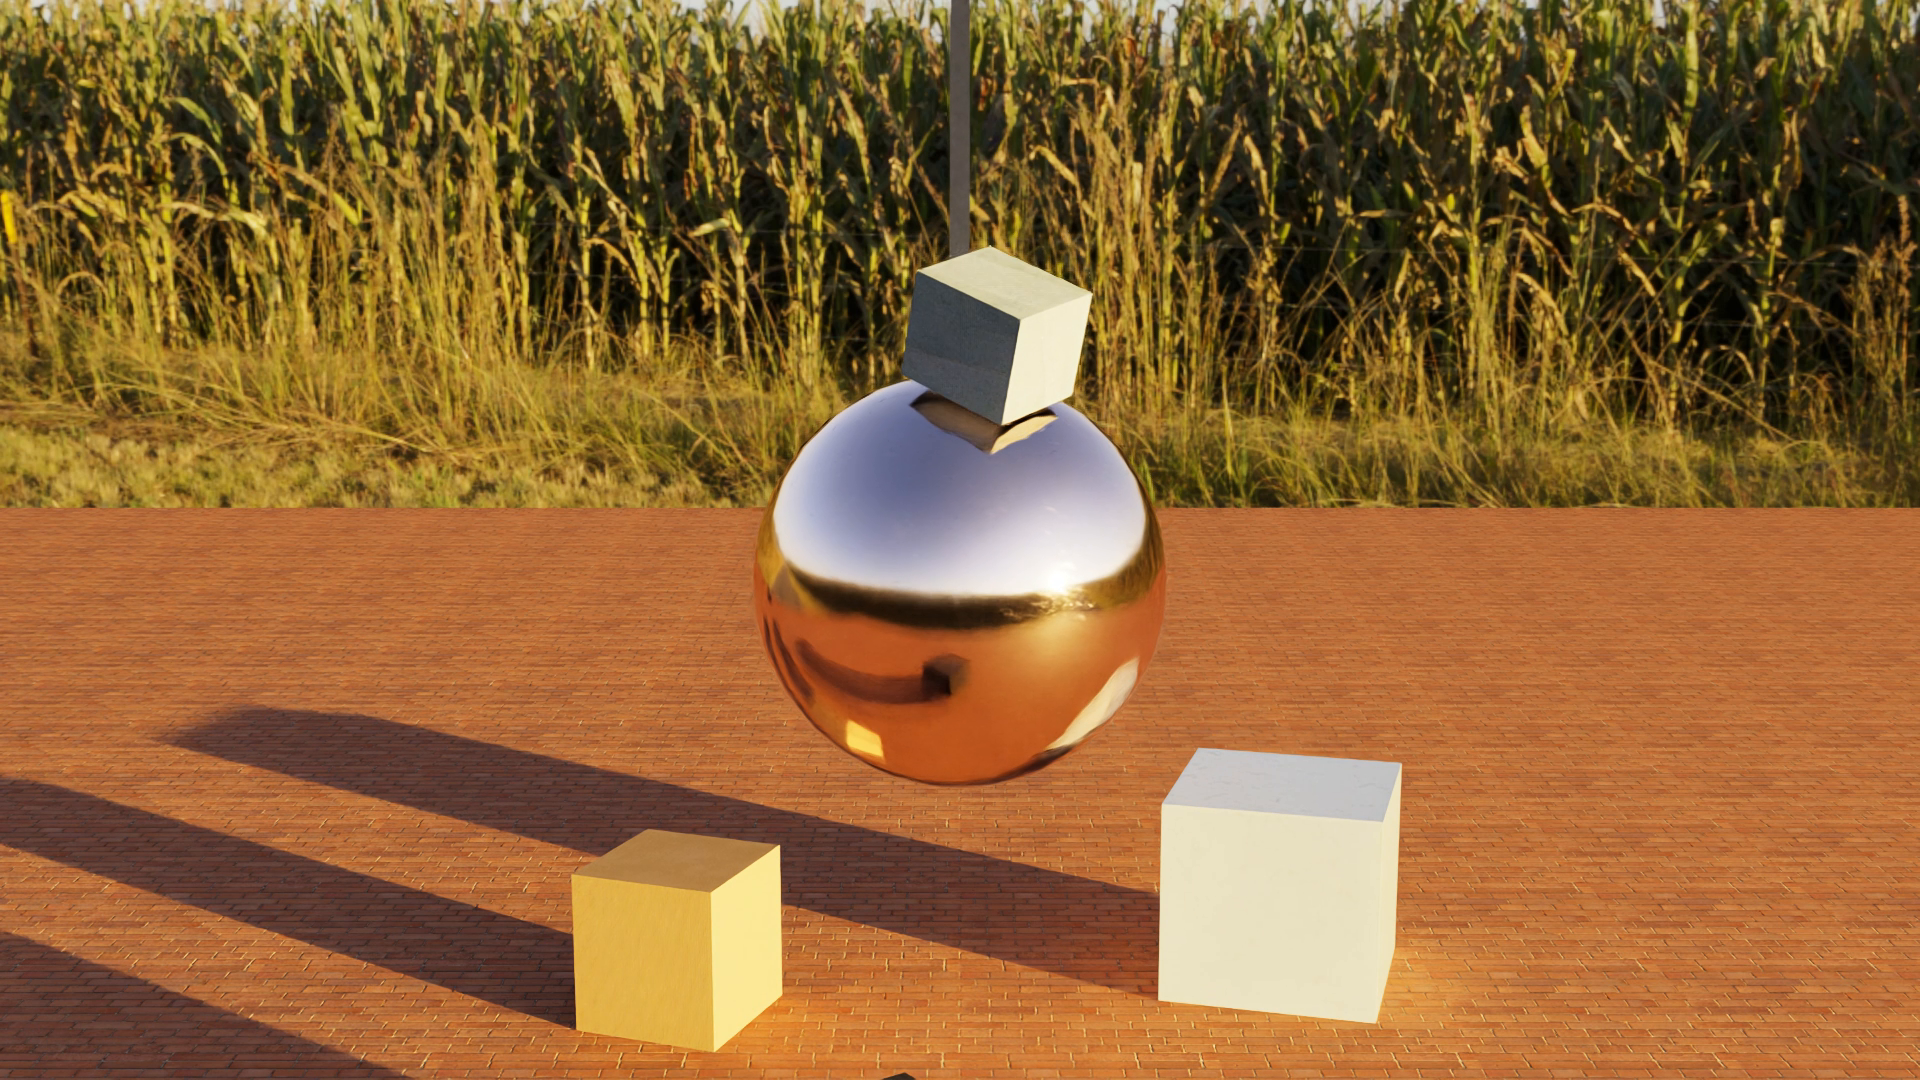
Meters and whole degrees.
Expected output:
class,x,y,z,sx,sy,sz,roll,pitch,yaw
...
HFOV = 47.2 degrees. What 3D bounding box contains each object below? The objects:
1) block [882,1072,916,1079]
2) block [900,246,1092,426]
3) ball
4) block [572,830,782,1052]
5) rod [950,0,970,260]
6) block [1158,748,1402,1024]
class,x,y,z,sx,sy,sz,roll,pitch,yaw
block,-0.277,2.066,6.456,0.755,0.624,0.701,-7,13,-35
block,0.132,-0.758,8.090,0.485,0.420,0.429,29,34,30
ball,0.000,0.152,8.516,1.600,1.600,1.600,0,10,0
block,-1.136,1.606,8.911,0.612,0.651,0.622,4,11,20
rod,0.000,-3.118,9.447,0.080,5.200,0.080,0,-16,0
block,1.367,1.435,9.313,0.889,0.844,0.875,3,11,16
